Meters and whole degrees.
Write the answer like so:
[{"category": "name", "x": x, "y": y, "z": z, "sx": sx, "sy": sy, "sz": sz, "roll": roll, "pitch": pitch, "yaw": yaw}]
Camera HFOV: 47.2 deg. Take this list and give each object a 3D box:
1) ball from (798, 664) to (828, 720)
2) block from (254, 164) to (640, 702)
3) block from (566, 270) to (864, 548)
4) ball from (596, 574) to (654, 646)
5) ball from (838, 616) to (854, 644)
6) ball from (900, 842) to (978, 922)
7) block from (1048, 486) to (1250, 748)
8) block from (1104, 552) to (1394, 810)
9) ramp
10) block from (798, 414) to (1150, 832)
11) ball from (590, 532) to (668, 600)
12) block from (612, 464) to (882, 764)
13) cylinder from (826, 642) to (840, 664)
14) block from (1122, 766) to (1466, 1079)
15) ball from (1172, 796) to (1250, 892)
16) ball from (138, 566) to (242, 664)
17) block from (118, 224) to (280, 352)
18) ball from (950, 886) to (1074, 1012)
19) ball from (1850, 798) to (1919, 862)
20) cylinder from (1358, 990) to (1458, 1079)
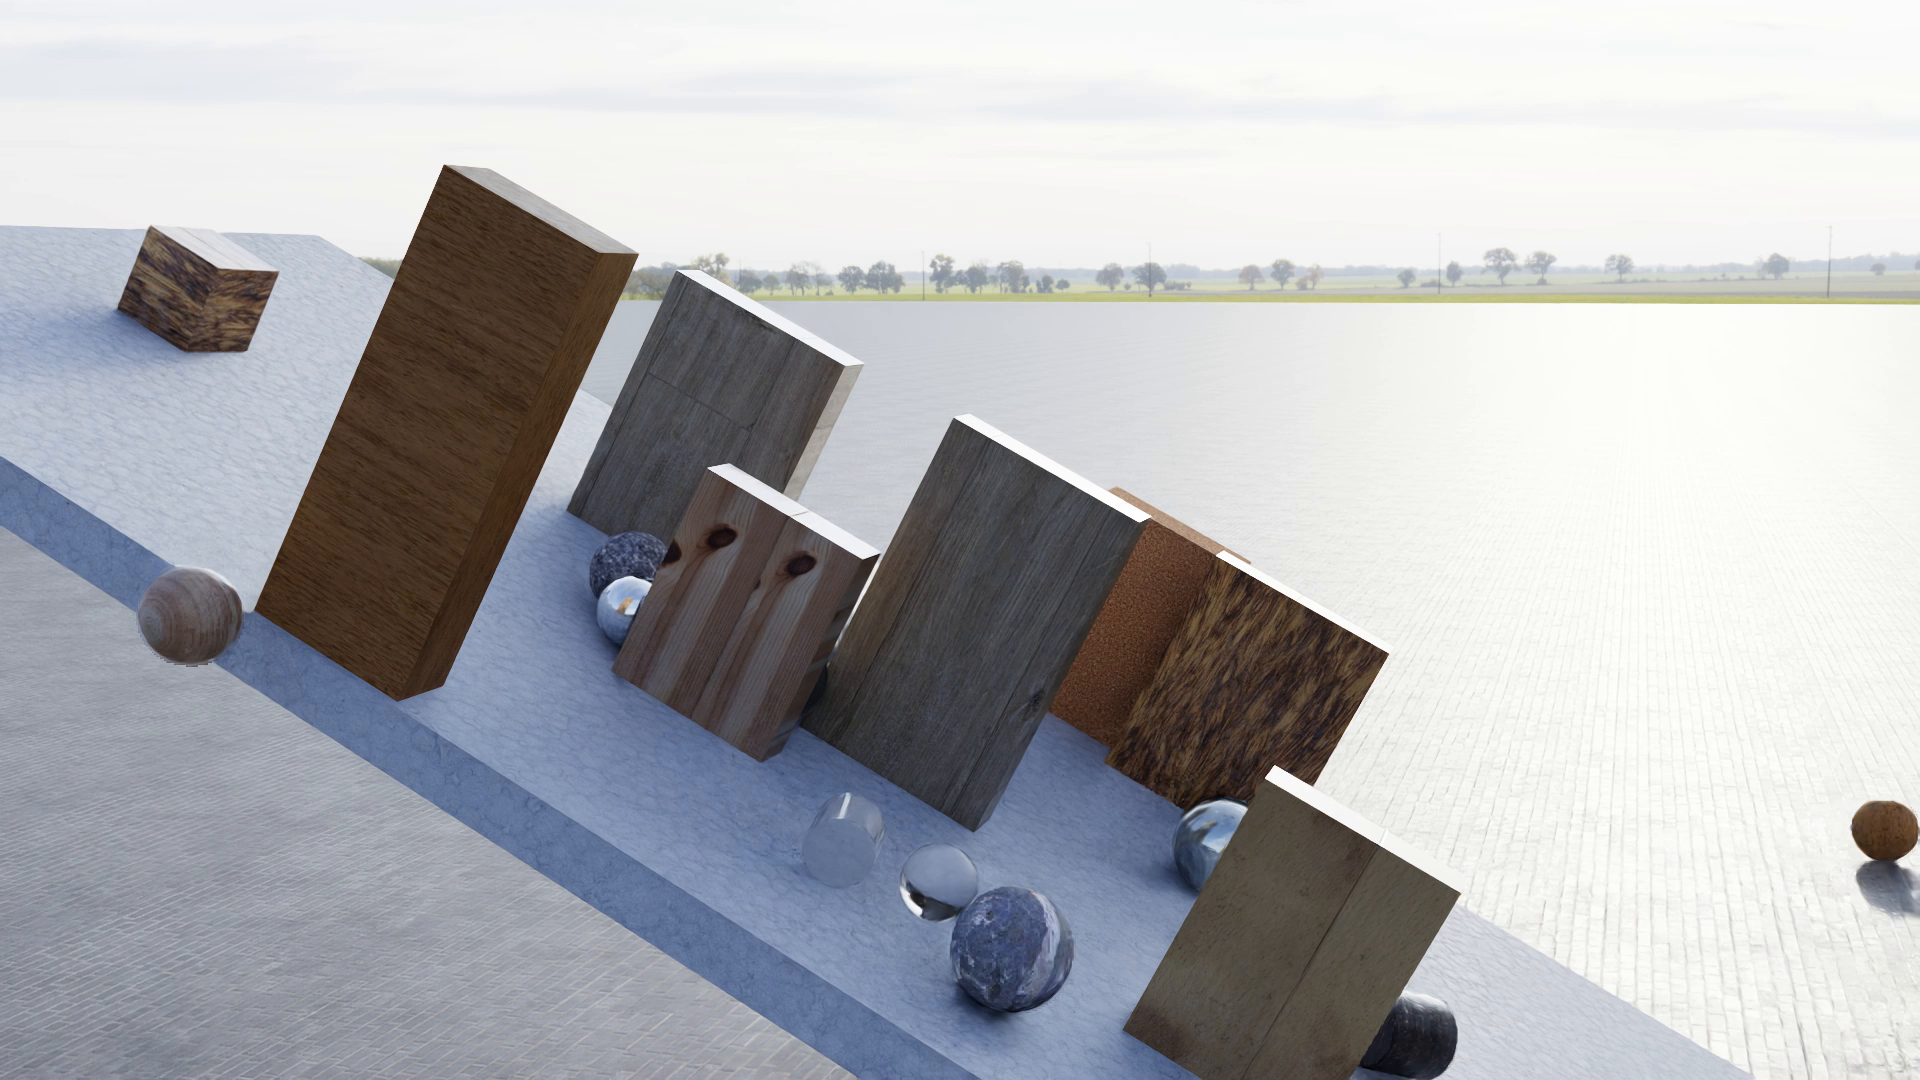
[{"category": "ball", "x": -0.321, "y": 0.238, "z": 3.896, "sx": 0.174, "sy": 0.174, "sz": 0.174, "roll": 0, "pitch": 7, "yaw": 0}, {"category": "block", "x": -0.773, "y": -0.157, "z": 3.290, "sx": 0.275, "sy": 0.750, "sz": 0.133, "roll": 30, "pitch": 14, "yaw": 12}, {"category": "block", "x": -0.493, "y": -0.204, "z": 4.400, "sx": 0.396, "sy": 0.545, "sz": 0.112, "roll": 30, "pitch": 14, "yaw": 12}, {"category": "ball", "x": -0.580, "y": 0.127, "z": 3.910, "sx": 0.131, "sy": 0.131, "sz": 0.131, "roll": 0, "pitch": 7, "yaw": 0}, {"category": "ball", "x": -0.153, "y": 0.215, "z": 4.285, "sx": 0.177, "sy": 0.177, "sz": 0.177, "roll": 0, "pitch": 7, "yaw": 0}, {"category": "ball", "x": -0.033, "y": 0.538, "z": 3.453, "sx": 0.125, "sy": 0.125, "sz": 0.125, "roll": 0, "pitch": 7, "yaw": 0}, {"category": "block", "x": 0.357, "y": 0.179, "z": 4.721, "sx": 0.332, "sy": 0.479, "sz": 0.130, "roll": 30, "pitch": 14, "yaw": 12}, {"category": "block", "x": 0.591, "y": 0.340, "z": 4.528, "sx": 0.398, "sy": 0.500, "sz": 0.083, "roll": 30, "pitch": 14, "yaw": 12}, {"category": "ramp", "x": -0.225, "y": 0.375, "z": 4.149, "sx": 4.000, "sy": 0.100, "sz": 2.000, "roll": 30, "pitch": 14, "yaw": 12}, {"category": "block", "x": 0.021, "y": 0.147, "z": 3.897, "sx": 0.373, "sy": 0.634, "sz": 0.095, "roll": 30, "pitch": 14, "yaw": 12}, {"category": "ball", "x": -0.600, "y": 0.064, "z": 4.040, "sx": 0.160, "sy": 0.160, "sz": 0.160, "roll": 0, "pitch": 7, "yaw": 0}, {"category": "block", "x": -0.367, "y": 0.123, "z": 3.754, "sx": 0.312, "sy": 0.401, "sz": 0.095, "roll": 30, "pitch": 14, "yaw": 12}, {"category": "cylinder", "x": -0.290, "y": 0.231, "z": 4.057, "sx": 0.137, "sy": 0.137, "sz": 0.137, "roll": 30, "pitch": 15, "yaw": 12}, {"category": "block", "x": 0.510, "y": 0.637, "z": 3.381, "sx": 0.331, "sy": 0.468, "sz": 0.091, "roll": 30, "pitch": 14, "yaw": 12}, {"category": "ball", "x": 0.496, "y": 0.577, "z": 4.144, "sx": 0.191, "sy": 0.191, "sz": 0.191, "roll": 0, "pitch": 7, "yaw": 0}, {"category": "ball", "x": -1.102, "y": 0.107, "z": 3.152, "sx": 0.141, "sy": 0.141, "sz": 0.141, "roll": 0, "pitch": 7, "yaw": 0}, {"category": "block", "x": -1.502, "y": -0.494, "z": 4.339, "sx": 0.182, "sy": 0.182, "sz": 0.182, "roll": 31, "pitch": 14, "yaw": 15}, {"category": "ball", "x": 0.078, "y": 0.609, "z": 3.276, "sx": 0.185, "sy": 0.185, "sz": 0.185, "roll": 0, "pitch": 7, "yaw": 0}, {"category": "ball", "x": 2.923, "y": 0.915, "z": 6.951, "sx": 0.200, "sy": 0.200, "sz": 0.200, "roll": 0, "pitch": 7, "yaw": 0}, {"category": "cylinder", "x": 0.746, "y": 0.840, "z": 3.757, "sx": 0.144, "sy": 0.144, "sz": 0.144, "roll": 19, "pitch": -3, "yaw": -30}]
